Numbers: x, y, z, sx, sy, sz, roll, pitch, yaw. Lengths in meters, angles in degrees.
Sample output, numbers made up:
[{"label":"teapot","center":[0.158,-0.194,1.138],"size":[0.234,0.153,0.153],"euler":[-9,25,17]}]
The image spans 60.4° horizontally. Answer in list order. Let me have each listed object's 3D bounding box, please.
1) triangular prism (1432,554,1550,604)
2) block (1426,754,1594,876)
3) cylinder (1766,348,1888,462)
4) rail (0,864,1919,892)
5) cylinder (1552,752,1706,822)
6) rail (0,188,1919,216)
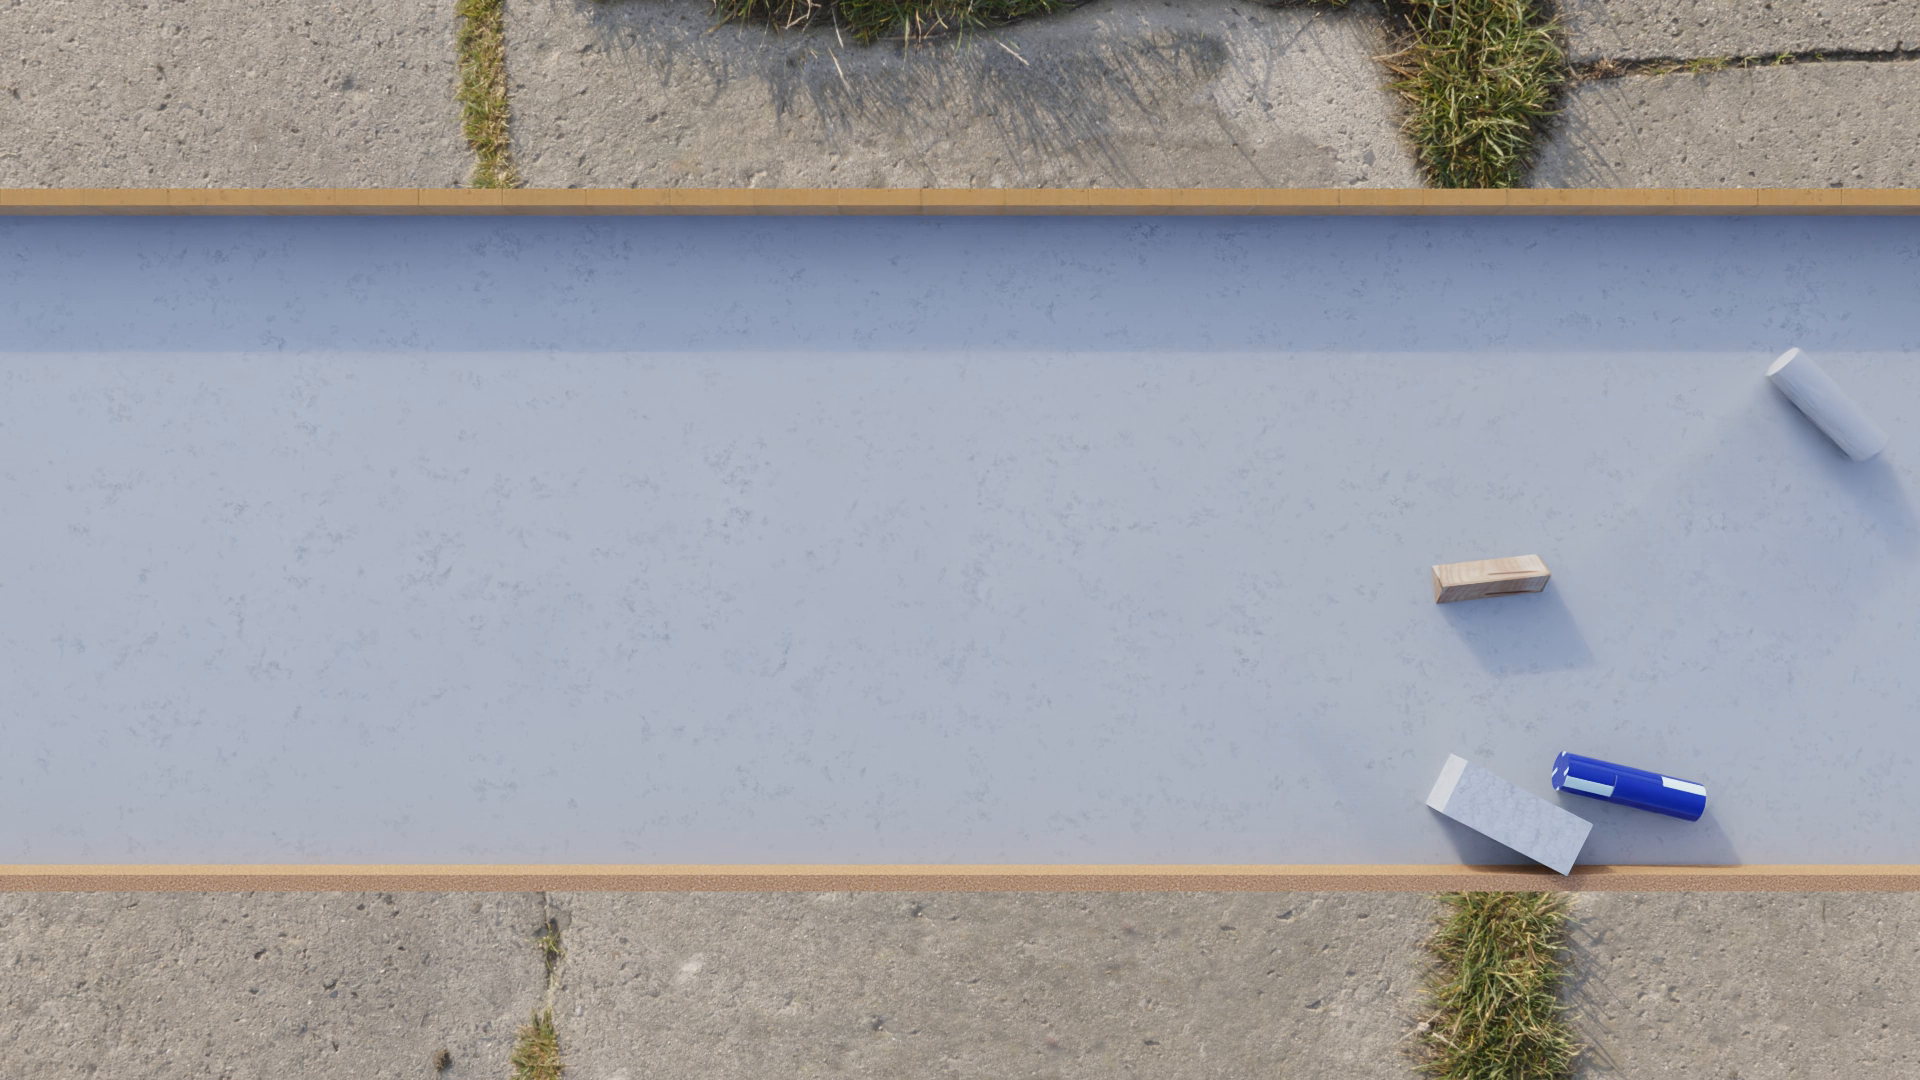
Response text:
[{"label":"triangular prism","center":[1.620,0.120,5.024],"size":[0.329,0.100,0.115],"euler":[-6,90,0]},{"label":"block","center":[1.658,0.828,4.990],"size":[0.418,0.173,0.173],"euler":[27,90,0]},{"label":"cylinder","center":[2.636,-0.409,5.019],"size":[0.380,0.116,0.116],"euler":[44,90,0]},{"label":"rail","center":[-2.247,1.025,5.001],"size":[12.000,0.150,0.050],"euler":[0,90,0]},{"label":"cylinder","center":[2.032,0.750,5.016],"size":[0.425,0.121,0.121],"euler":[13,90,0]},{"label":"rail","center":[-2.247,-1.025,5.002],"size":[12.000,0.150,0.050],"euler":[0,90,0]}]
